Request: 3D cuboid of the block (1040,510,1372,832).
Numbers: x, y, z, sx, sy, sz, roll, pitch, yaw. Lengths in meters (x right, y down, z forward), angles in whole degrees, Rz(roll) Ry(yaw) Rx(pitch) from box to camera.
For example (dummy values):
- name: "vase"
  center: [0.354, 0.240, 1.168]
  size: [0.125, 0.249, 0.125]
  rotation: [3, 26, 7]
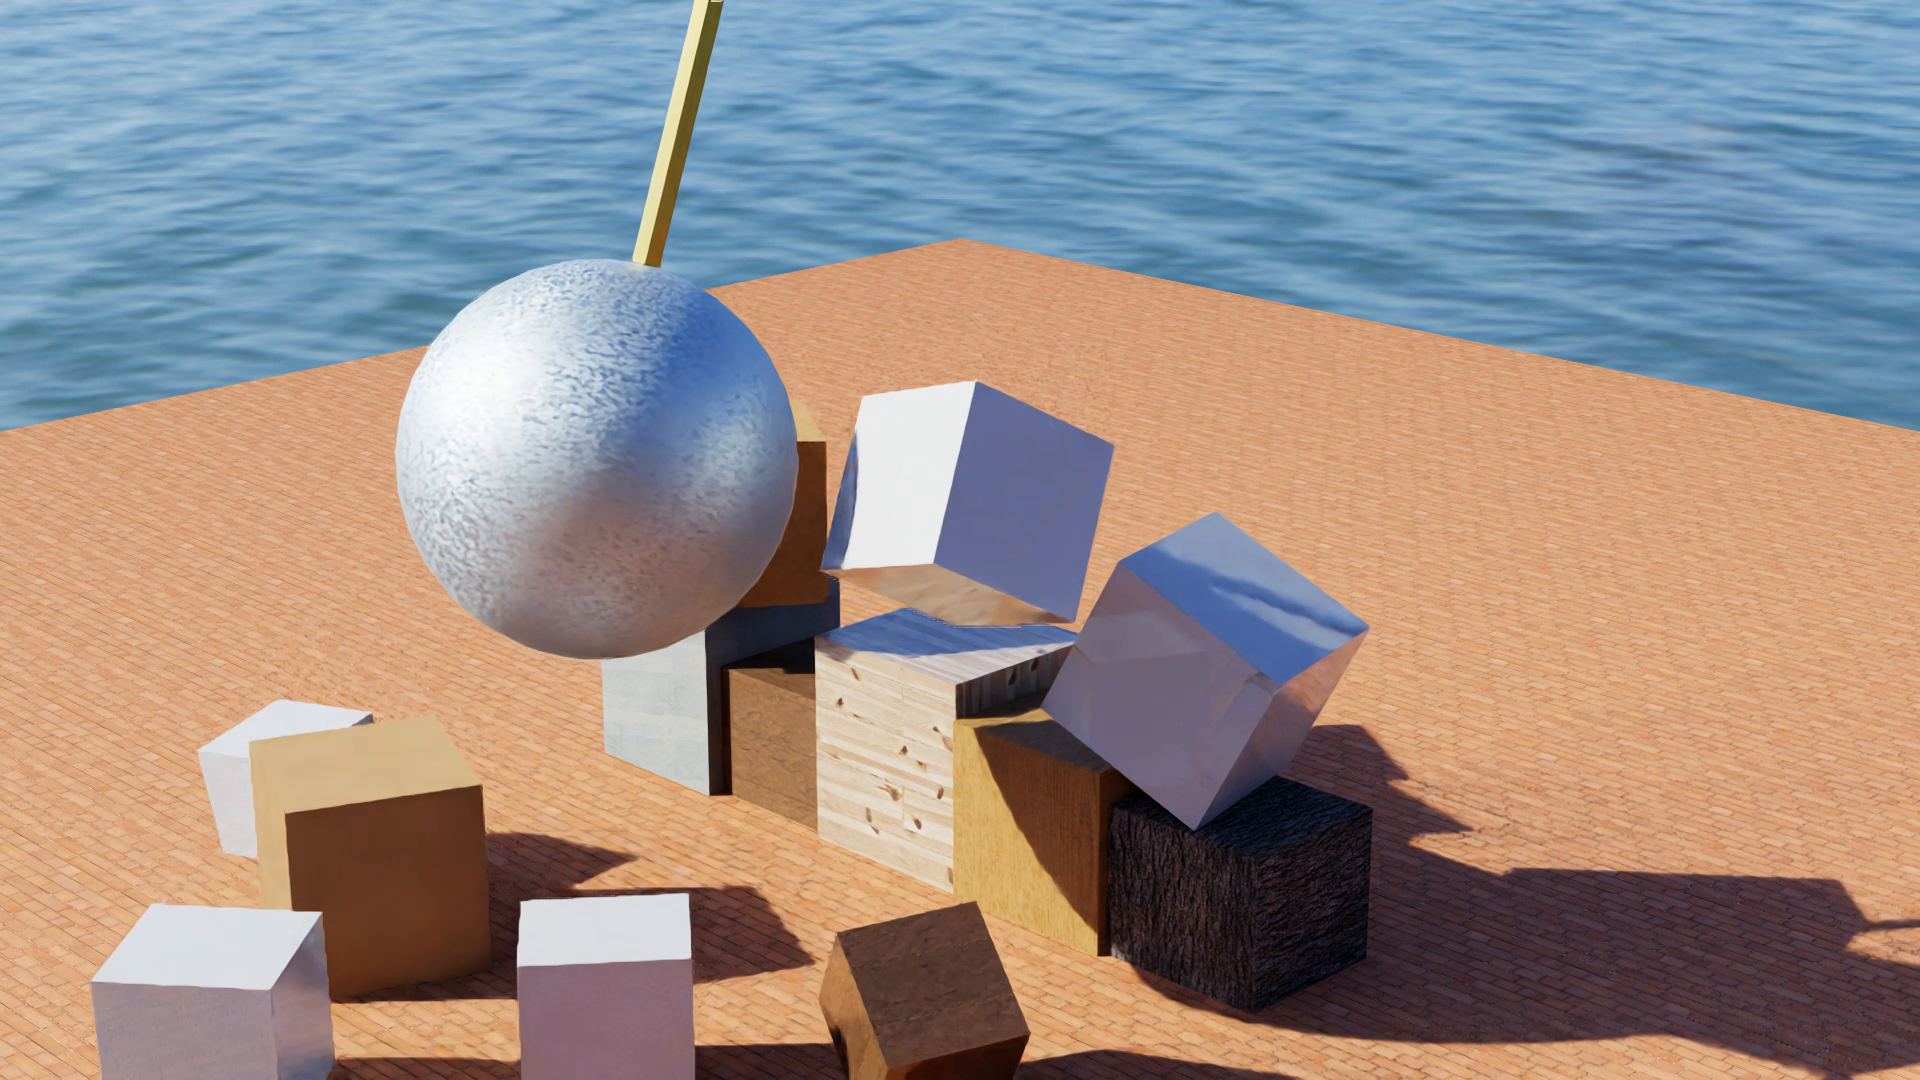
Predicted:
- name: "block"
  center: [1.041, 0.541, 12.440]
  size: [0.853, 0.811, 0.847]
  rotation: [38, 32, 19]

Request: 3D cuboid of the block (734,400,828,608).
- name: "block"
  center: [-1.075, -0.178, 14.285]
  size: [0.743, 0.809, 0.783]
  rotation: [-3, 18, -11]

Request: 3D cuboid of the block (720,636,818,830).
- name: "block"
  center: [-0.638, 0.922, 14.314]
  size: [0.747, 0.658, 0.729]
  rotation: [-17, 24, -42]

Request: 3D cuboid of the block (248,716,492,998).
- name: "block"
  center: [-2.538, 1.354, 12.603]
  size: [0.819, 0.858, 0.875]
  rotation: [-7, 19, -21]

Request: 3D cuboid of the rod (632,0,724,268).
- name: "rod"
  center: [-0.626, -3.616, 11.549]
  size: [0.080, 5.200, 0.080]
  rotation: [17, 4, 42]

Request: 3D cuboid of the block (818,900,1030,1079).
- name: "block"
  center: [-0.147, 1.823, 11.224]
  size: [0.572, 0.512, 0.595]
  rotation: [-10, 55, -20]

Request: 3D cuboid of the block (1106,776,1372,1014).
- name: "block"
  center: [1.190, 1.461, 12.534]
  size: [0.763, 0.697, 0.817]
  rotation: [-17, 24, -42]

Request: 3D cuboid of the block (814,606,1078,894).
- name: "block"
  center: [-0.030, 0.929, 13.706]
  size: [0.889, 1.010, 0.926]
  rotation: [-17, 24, -42]

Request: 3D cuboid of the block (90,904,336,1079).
- name: "block"
  center: [-2.855, 1.857, 11.269]
  size: [0.687, 0.669, 0.624]
  rotation: [2, 20, 6]

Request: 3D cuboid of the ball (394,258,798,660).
- name: "ball"
  center: [-1.445, -0.321, 11.726]
  size: [1.600, 1.600, 1.600]
  rotation: [0, 17, 0]

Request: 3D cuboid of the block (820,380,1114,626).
- name: "block"
  center: [0.029, -0.124, 11.271]
  size: [0.716, 0.716, 0.704]
  rotation: [23, -17, -36]

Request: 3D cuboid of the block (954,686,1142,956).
- name: "block"
  center: [0.605, 1.200, 13.111]
  size: [0.920, 0.848, 0.878]
  rotation: [-17, 24, -42]

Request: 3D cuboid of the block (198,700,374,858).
- name: "block"
  center: [-3.027, 1.109, 13.399]
  size: [0.573, 0.524, 0.543]
  rotation: [5, 25, 30]

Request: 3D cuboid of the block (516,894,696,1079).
- name: "block"
  center: [-1.372, 1.823, 11.424]
  size: [0.657, 0.672, 0.596]
  rotation: [-2, 18, -6]

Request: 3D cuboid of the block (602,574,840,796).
- name: "block"
  center: [-1.204, 0.605, 14.783]
  size: [0.884, 0.982, 0.818]
  rotation: [-17, 24, -42]
